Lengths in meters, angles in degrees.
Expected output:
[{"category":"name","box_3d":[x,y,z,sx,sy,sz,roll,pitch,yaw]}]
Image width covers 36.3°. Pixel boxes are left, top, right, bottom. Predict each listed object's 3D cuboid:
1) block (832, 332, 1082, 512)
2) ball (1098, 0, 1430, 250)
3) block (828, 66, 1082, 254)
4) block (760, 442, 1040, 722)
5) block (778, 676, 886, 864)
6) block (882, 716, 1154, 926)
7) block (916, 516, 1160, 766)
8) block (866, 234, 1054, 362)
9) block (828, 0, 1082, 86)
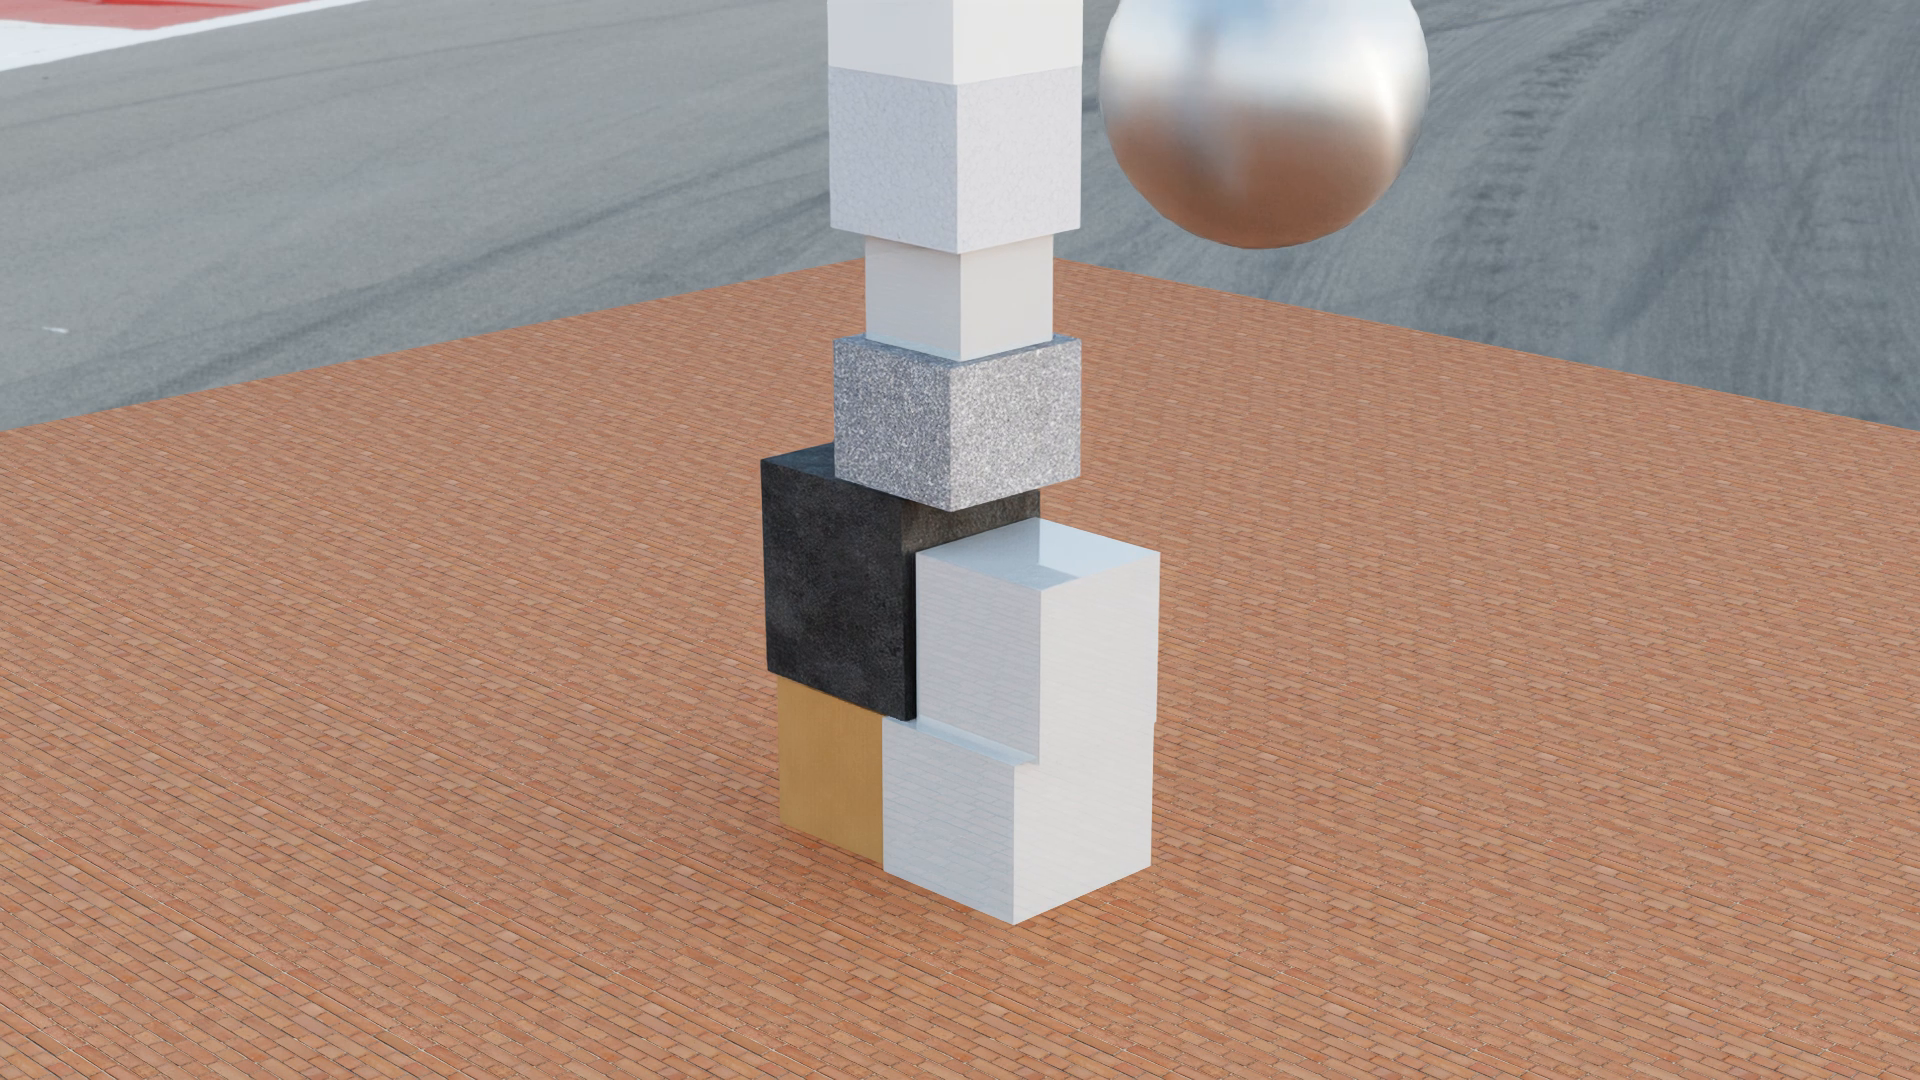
[{"category":"block","box_3d":[-0.012,-0.591,13.182,0.805,0.637,0.765,-16,23,-41]},{"category":"ball","box_3d":[1.467,-2.208,14.185,1.600,1.600,1.600,0,17,0]},{"category":"block","box_3d":[-0.022,-1.716,12.809,0.760,0.713,0.794,-17,24,-42]},{"category":"block","box_3d":[-0.273,0.135,13.693,0.859,1.038,0.980,-16,22,-40]},{"category":"block","box_3d":[-0.310,0.993,13.953,0.805,0.739,0.758,-17,24,-42]},{"category":"block","box_3d":[0.265,1.156,13.412,0.913,0.753,0.832,-17,24,-42]},{"category":"block","box_3d":[0.345,0.437,13.107,0.766,0.801,0.764,-17,24,-42]},{"category":"block","box_3d":[-0.004,-1.138,13.011,0.572,0.509,0.602,-16,24,-42]},{"category":"block","box_3d":[-0.021,-2.379,12.600,0.784,0.678,0.770,-17,24,-42]}]
